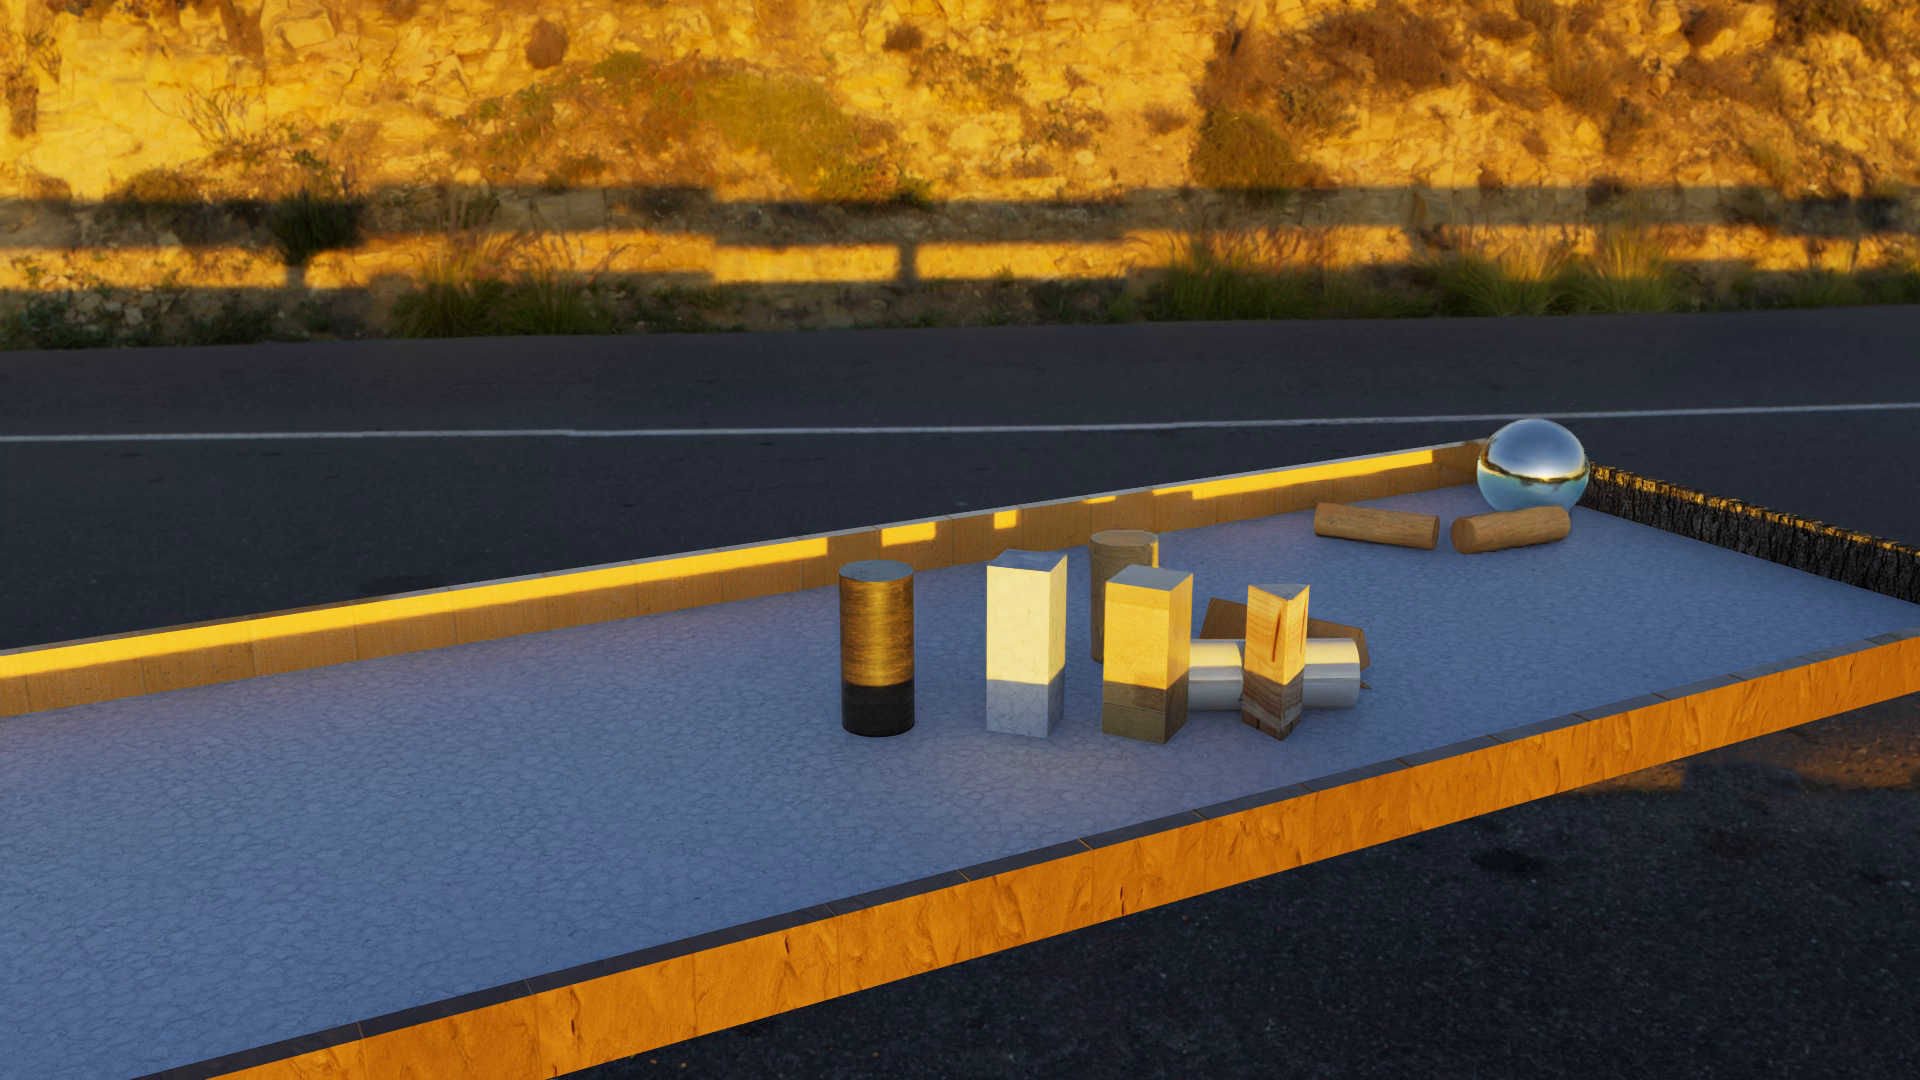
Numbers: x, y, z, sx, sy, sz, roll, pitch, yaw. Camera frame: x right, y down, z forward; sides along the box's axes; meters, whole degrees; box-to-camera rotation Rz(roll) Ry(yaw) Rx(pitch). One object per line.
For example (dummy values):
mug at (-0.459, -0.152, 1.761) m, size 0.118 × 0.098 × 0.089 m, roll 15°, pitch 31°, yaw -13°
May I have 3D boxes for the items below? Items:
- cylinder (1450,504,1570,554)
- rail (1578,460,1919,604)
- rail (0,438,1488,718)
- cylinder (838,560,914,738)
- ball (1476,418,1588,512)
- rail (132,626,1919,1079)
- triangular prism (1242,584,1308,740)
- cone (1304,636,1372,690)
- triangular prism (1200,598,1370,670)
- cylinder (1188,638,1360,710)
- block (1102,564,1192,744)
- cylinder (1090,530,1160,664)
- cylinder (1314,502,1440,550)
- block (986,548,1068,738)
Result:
cylinder at (1.760, -0.037, 5.270) m, size 0.384 × 0.119 × 0.119 m, roll -7°, pitch 18°, yaw -24°
rail at (2.466, -0.048, 5.253) m, size 0.050 × 0.150 × 2.100 m, roll -9°, pitch 18°, yaw -27°
rail at (-3.305, 0.497, 3.399) m, size 12.000 × 0.150 × 0.050 m, roll -9°, pitch 18°, yaw -27°
cylinder at (-0.192, 0.251, 3.834) m, size 0.172 × 0.377 × 0.172 m, roll 0°, pitch 16°, yaw 0°
ball at (1.911, -0.230, 5.509) m, size 0.354 × 0.354 × 0.354 m, roll 0°, pitch 16°, yaw 0°
rail at (-2.336, 1.006, 1.665) m, size 12.000 × 0.150 × 0.050 m, roll -9°, pitch 18°, yaw -27°
triangular prism at (0.753, 0.273, 3.824) m, size 0.119 × 0.340 × 0.138 m, roll -10°, pitch 19°, yaw -30°
cone at (0.894, 0.311, 4.154) m, size 0.314 × 0.165 × 0.165 m, roll 25°, pitch 26°, yaw 24°
triangular prism at (0.846, 0.244, 4.308) m, size 0.428 × 0.115 × 0.133 m, roll 12°, pitch 20°, yaw 35°
cylinder at (0.732, 0.321, 3.961) m, size 0.416 × 0.170 × 0.170 m, roll 0°, pitch 16°, yaw -2°
block at (0.433, 0.262, 3.810) m, size 0.153 × 0.369 × 0.153 m, roll 8°, pitch 18°, yaw 26°
cylinder at (0.427, 0.148, 4.273) m, size 0.175 × 0.319 × 0.175 m, roll -1°, pitch 14°, yaw 0°
cylinder at (1.343, -0.047, 5.323) m, size 0.378 × 0.109 × 0.109 m, roll 8°, pitch 18°, yaw 27°
block at (0.155, 0.238, 3.835) m, size 0.147 × 0.400 × 0.147 m, roll 5°, pitch 17°, yaw 18°
